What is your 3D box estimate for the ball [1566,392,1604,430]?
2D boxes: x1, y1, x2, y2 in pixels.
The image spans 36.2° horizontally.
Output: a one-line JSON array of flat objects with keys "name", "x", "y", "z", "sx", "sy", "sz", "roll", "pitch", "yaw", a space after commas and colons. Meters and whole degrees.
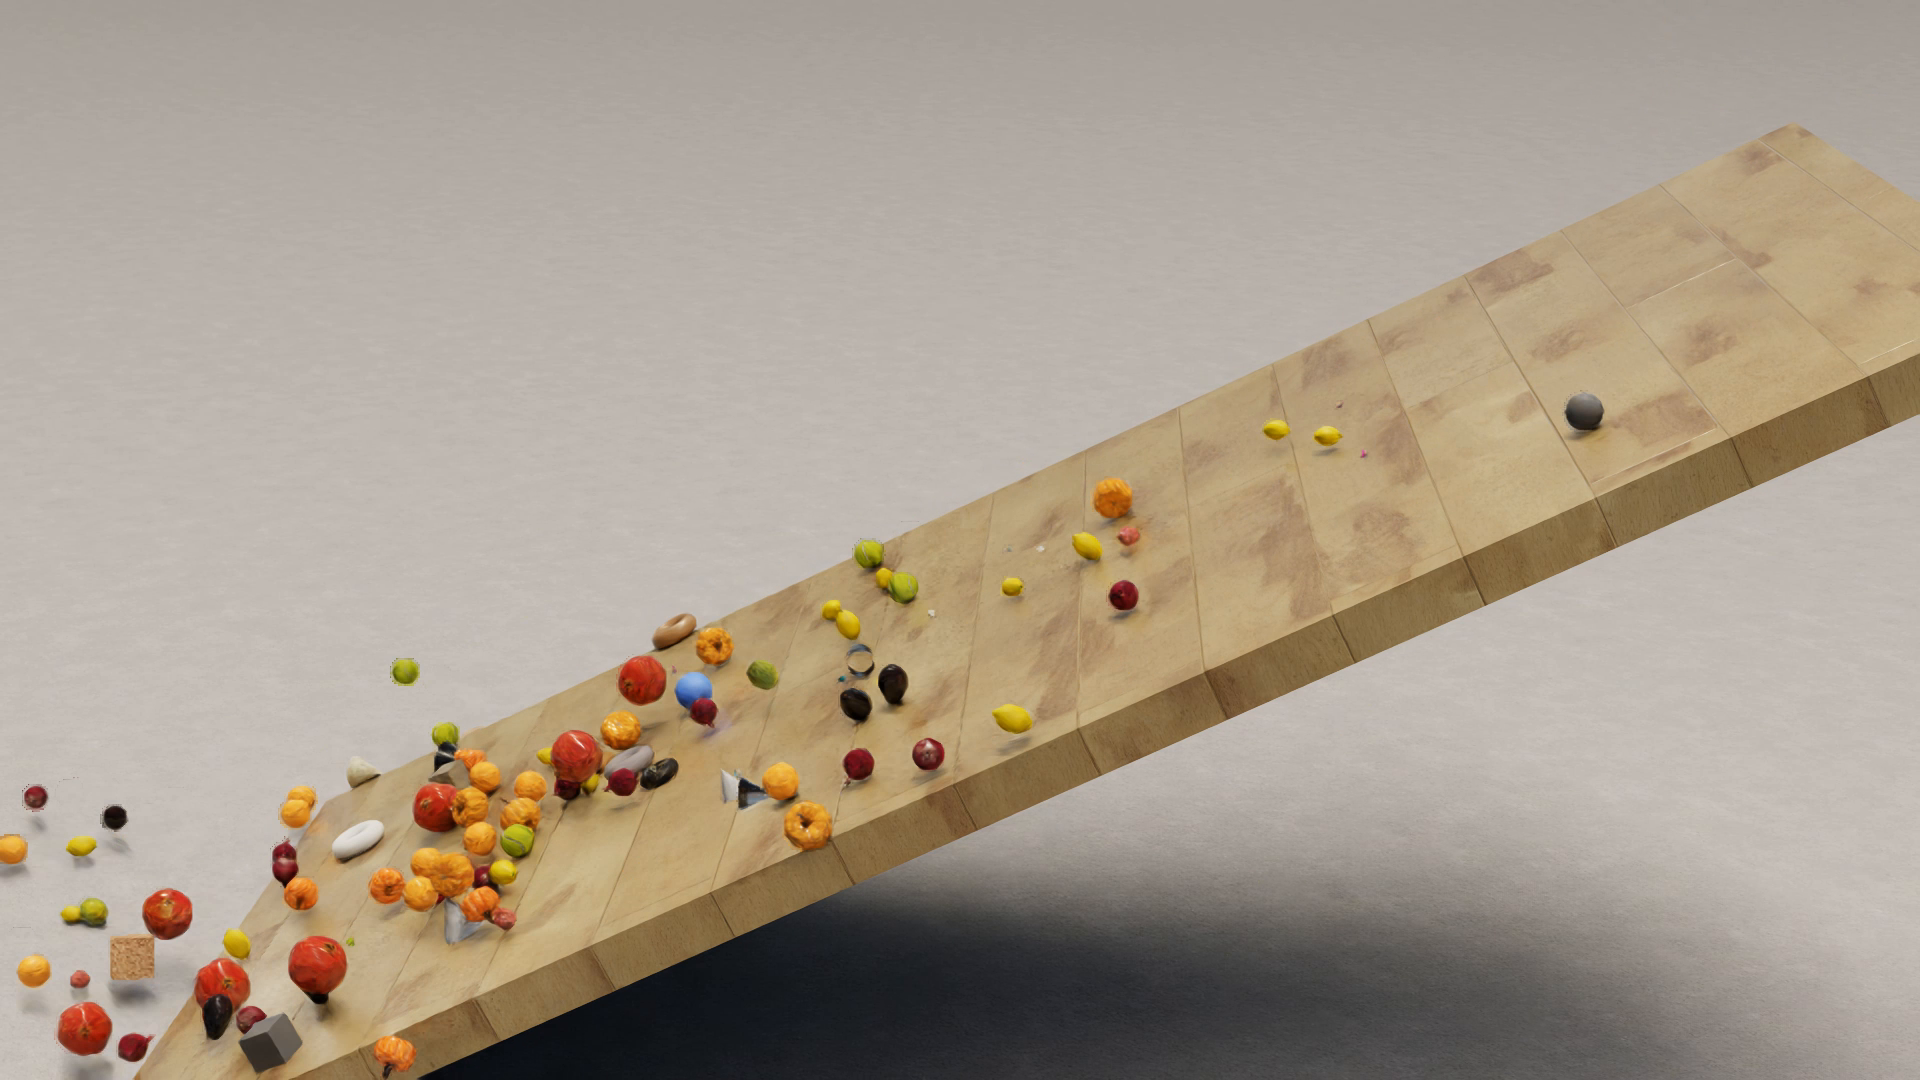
[{"name": "ball", "x": 1.163, "y": -0.239, "z": 5.478, "sx": 0.070, "sy": 0.070, "sz": 0.070, "roll": 0, "pitch": 16, "yaw": 0}]

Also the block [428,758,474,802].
[{"name": "block", "x": -1.211, "y": 0.571, "z": 6.994, "sx": 0.065, "sy": 0.065, "sz": 0.065, "roll": -19, "pitch": 15, "yaw": 30}]

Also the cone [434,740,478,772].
[{"name": "cone", "x": -1.211, "y": 0.543, "z": 7.146, "sx": 0.096, "sy": 0.096, "sz": 0.096, "roll": 8, "pitch": 18, "yaw": 20}]

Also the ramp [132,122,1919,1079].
[{"name": "ramp", "x": 0.138, "y": 0.168, "z": 6.281, "sx": 4.000, "sy": 0.100, "sz": 2.000, "roll": -25, "pitch": 14, "yaw": 10}]

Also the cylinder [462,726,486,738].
[{"name": "cylinder", "x": -1.238, "y": 0.551, "z": 7.625, "sx": 0.099, "sy": 0.099, "sz": 0.099, "roll": -3, "pitch": 32, "yaw": 2}]

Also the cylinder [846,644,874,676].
[{"name": "cylinder", "x": -0.212, "y": 0.257, "z": 6.270, "sx": 0.057, "sy": 0.057, "sz": 0.057, "roll": -1, "pitch": 14, "yaw": -5}]

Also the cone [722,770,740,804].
[{"name": "cone", "x": -0.464, "y": 0.485, "z": 5.895, "sx": 0.061, "sy": 0.061, "sz": 0.061, "roll": -25, "pitch": 13, "yaw": 7}]

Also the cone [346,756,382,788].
[{"name": "cone", "x": -1.516, "y": 0.598, "z": 7.549, "sx": 0.083, "sy": 0.083, "sz": 0.083, "roll": 2, "pitch": 16, "yaw": 18}]

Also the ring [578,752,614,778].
[{"name": "ring", "x": -0.810, "y": 0.502, "z": 6.566, "sx": 0.089, "sy": 0.030, "sz": 0.089, "roll": -24, "pitch": 14, "yaw": 6}]

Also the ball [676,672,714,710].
[{"name": "ball", "x": -0.601, "y": 0.341, "z": 6.644, "sx": 0.085, "sy": 0.085, "sz": 0.085, "roll": 0, "pitch": 16, "yaw": 0}]

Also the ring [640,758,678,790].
[{"name": "ring", "x": -0.639, "y": 0.496, "z": 6.253, "sx": 0.092, "sy": 0.031, "sz": 0.092, "roll": -28, "pitch": 15, "yaw": 8}]

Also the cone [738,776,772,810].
[{"name": "cone", "x": -0.399, "y": 0.499, "z": 5.785, "sx": 0.067, "sy": 0.067, "sz": 0.067, "roll": 2, "pitch": 16, "yaw": 1}]

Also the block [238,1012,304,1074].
[{"name": "block", "x": -1.336, "y": 0.975, "z": 5.702, "sx": 0.073, "sy": 0.073, "sz": 0.073, "roll": -21, "pitch": 14, "yaw": 22}]

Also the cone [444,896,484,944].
[{"name": "cone", "x": -1.014, "y": 0.748, "z": 5.901, "sx": 0.089, "sy": 0.089, "sz": 0.089, "roll": -25, "pitch": 13, "yaw": 7}]

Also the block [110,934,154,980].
[{"name": "block", "x": -1.865, "y": 0.939, "z": 6.627, "sx": 0.092, "sy": 0.092, "sz": 0.092, "roll": -1, "pitch": -2, "yaw": -17}]

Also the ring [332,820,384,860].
[{"name": "ring", "x": -1.417, "y": 0.706, "z": 6.928, "sx": 0.134, "sy": 0.045, "sz": 0.134, "roll": -25, "pitch": 15, "yaw": 7}]

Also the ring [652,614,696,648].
[{"name": "ring", "x": -0.718, "y": 0.229, "z": 7.383, "sx": 0.127, "sy": 0.042, "sz": 0.127, "roll": -29, "pitch": 14, "yaw": 8}]

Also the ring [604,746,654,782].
[{"name": "ring", "x": -0.724, "y": 0.489, "z": 6.424, "sx": 0.120, "sy": 0.040, "sz": 0.120, "roll": -27, "pitch": 12, "yaw": 6}]
